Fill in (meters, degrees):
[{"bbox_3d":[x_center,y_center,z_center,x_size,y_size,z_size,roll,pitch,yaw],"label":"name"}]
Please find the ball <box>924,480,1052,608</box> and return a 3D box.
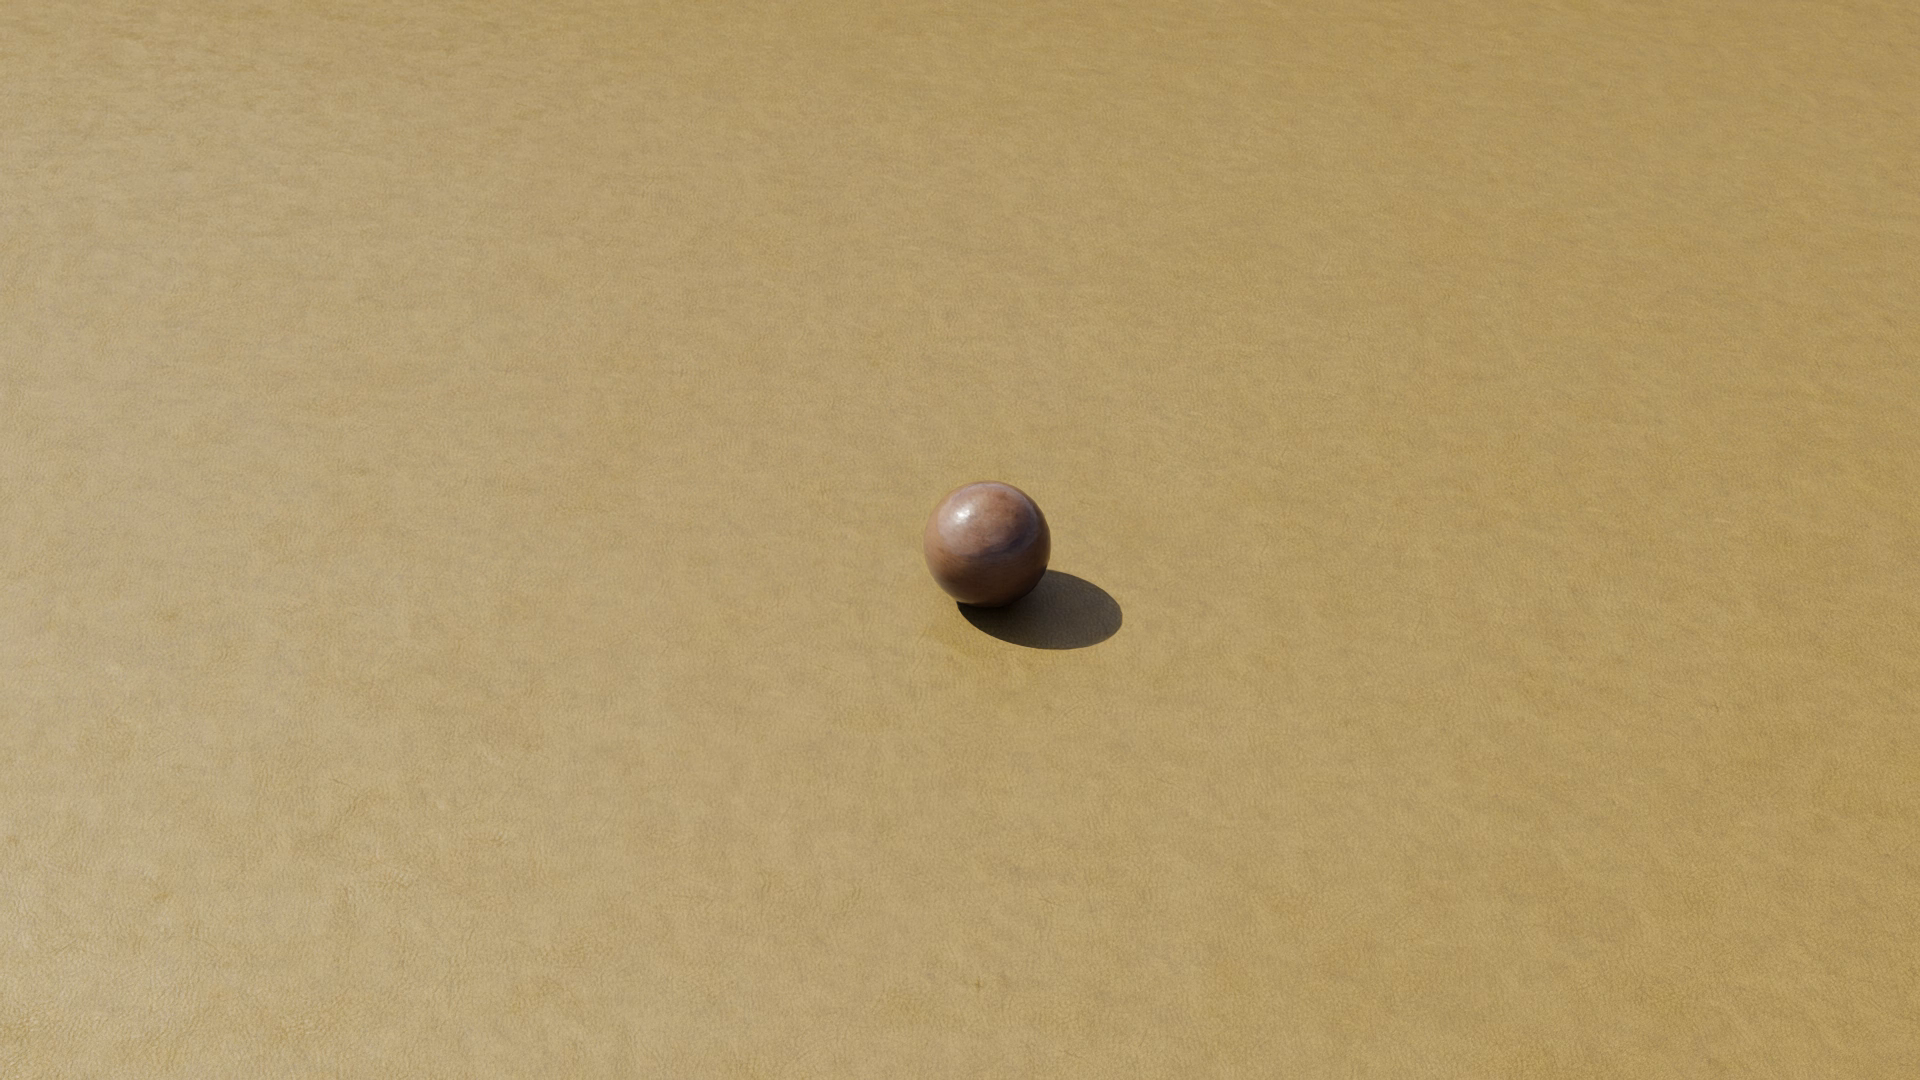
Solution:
[{"bbox_3d":[0.016,0.002,1.540,0.077,0.077,0.077,0,37,0],"label":"ball"}]
